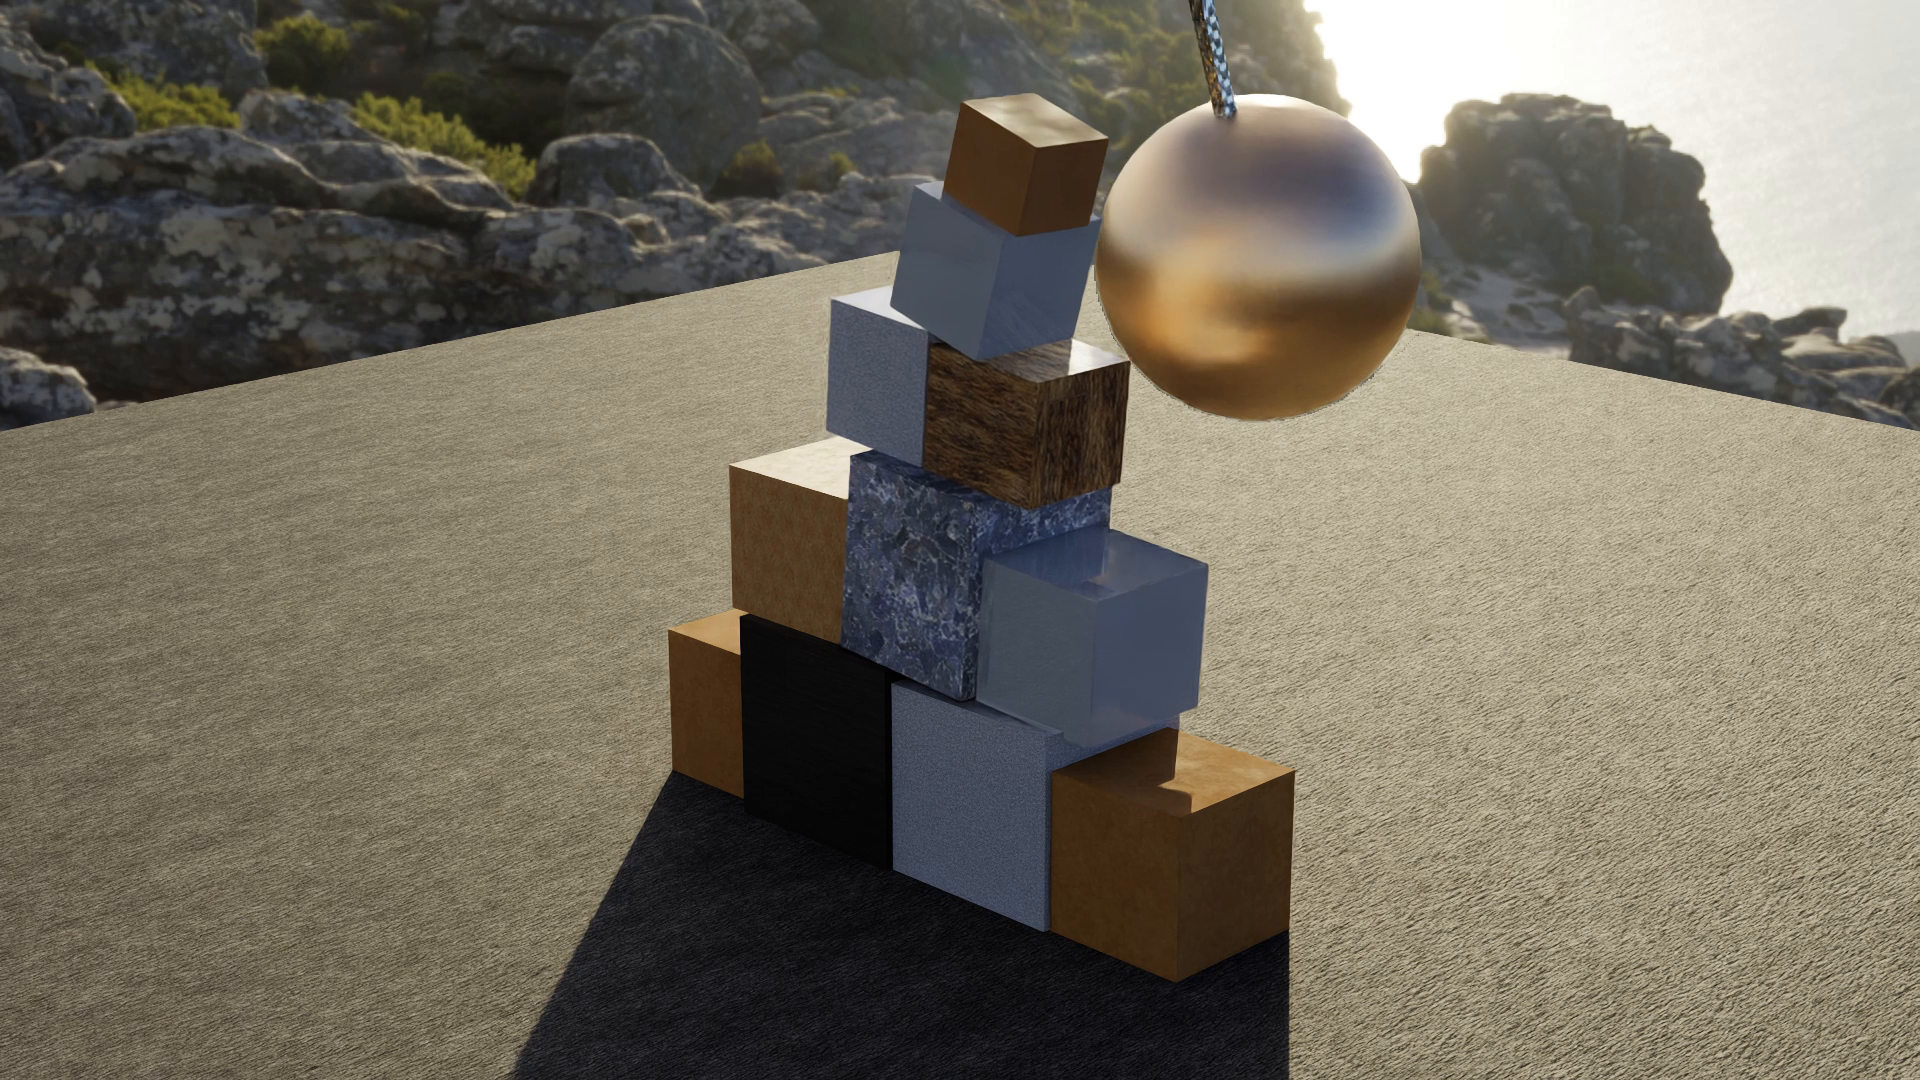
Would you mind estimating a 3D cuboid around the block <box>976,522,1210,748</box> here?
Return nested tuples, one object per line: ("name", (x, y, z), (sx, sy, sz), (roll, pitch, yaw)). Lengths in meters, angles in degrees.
("block", (0.577, 0.406, 12.850), (0.718, 0.676, 0.672), (-17, 28, -42))

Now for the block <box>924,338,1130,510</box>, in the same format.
("block", (0.291, -0.550, 12.851), (0.587, 0.572, 0.647), (-17, 29, -42))

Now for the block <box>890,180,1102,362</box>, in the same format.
("block", (0.152, -1.210, 12.798), (0.610, 0.580, 0.561), (-17, 40, -42))

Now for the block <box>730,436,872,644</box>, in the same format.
("block", (-0.509, -0.018, 13.894), (0.825, 0.709, 0.805), (-17, 24, -42))

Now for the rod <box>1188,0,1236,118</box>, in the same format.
("rod", (0.636, -4.181, 12.694), (0.080, 5.200, 0.080), (17, 44, 42))

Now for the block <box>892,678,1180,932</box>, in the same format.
("block", (0.342, 1.090, 13.353), (0.884, 0.913, 0.958), (-17, 24, -42))

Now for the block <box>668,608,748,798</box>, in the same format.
("block", (-0.959, 0.789, 14.594), (0.706, 0.745, 0.657), (-17, 24, -42))

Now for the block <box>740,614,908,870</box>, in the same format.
("block", (-0.360, 0.843, 14.001), (0.940, 0.997, 0.993), (-17, 24, -42))

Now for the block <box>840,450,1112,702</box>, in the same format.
("block", (0.073, 0.072, 13.284), (0.895, 0.922, 0.782), (-17, 29, -42))

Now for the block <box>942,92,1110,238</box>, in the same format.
("block", (0.279, -1.607, 12.525), (0.420, 0.410, 0.493), (-14, 38, -40))

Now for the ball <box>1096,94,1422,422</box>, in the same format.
("ball", (1.467, -1.387, 14.443), (1.600, 1.600, 1.600), (0, 17, 0))

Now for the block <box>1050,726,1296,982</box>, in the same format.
("block", (0.923, 1.355, 12.780), (0.759, 0.752, 0.729), (-17, 24, -42))

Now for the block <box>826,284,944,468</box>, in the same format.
("block", (-0.145, -0.772, 13.279), (0.653, 0.628, 0.624), (-17, 28, -42))
